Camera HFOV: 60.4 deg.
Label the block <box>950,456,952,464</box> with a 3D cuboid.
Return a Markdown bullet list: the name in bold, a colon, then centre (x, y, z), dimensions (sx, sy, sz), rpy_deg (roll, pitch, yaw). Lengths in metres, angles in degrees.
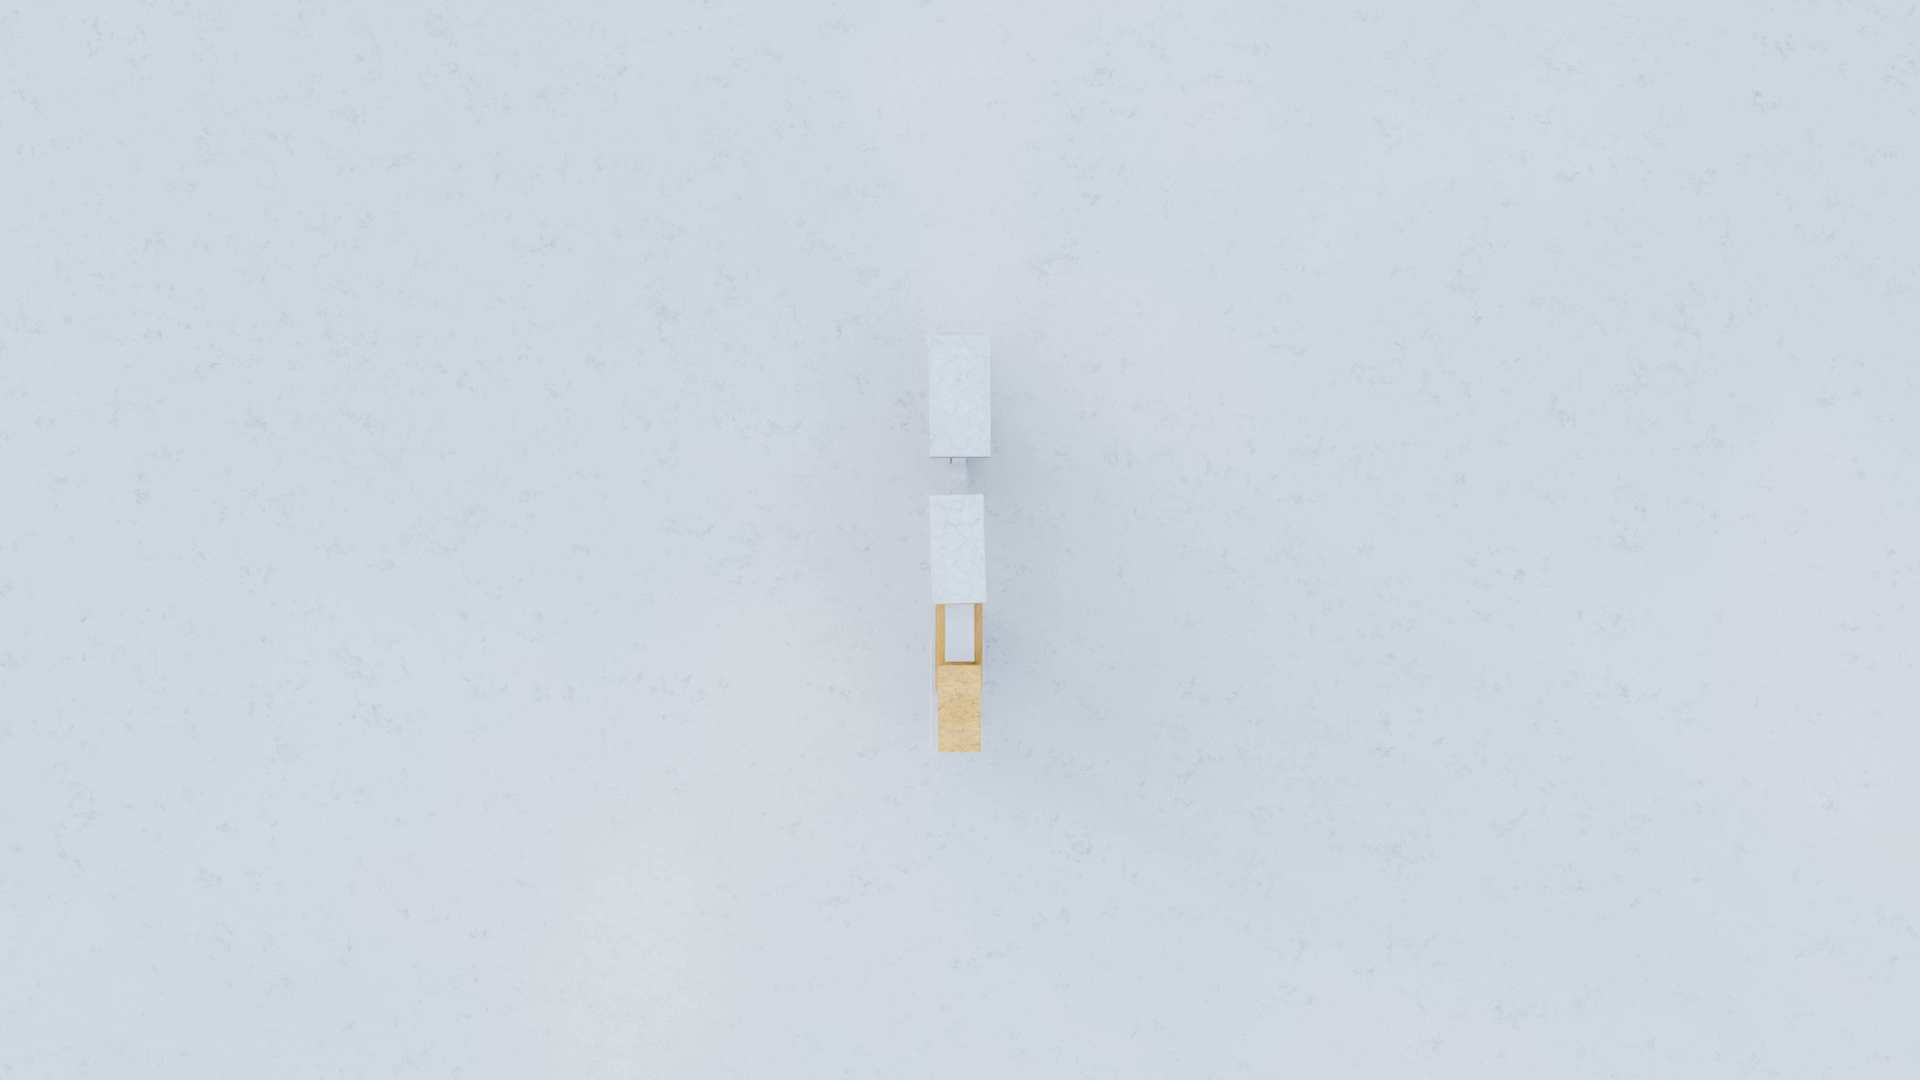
- **block**: centre (-0.005, -0.304, 5.382), dimensions (0.055, 0.016, 0.110), rpy_deg (0, 90, 0)

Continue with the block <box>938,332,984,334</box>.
- **block**: centre (0.004, -0.507, 5.194), dimensions (0.143, 0.041, 0.286), rpy_deg (0, 90, 0)

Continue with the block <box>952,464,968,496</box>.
- **block**: centre (-0.001, -0.182, 5.056), dimensions (0.051, 0.015, 0.103), rpy_deg (1, 90, 0)

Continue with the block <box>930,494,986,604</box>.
- **block**: centre (-0.006, 0.026, 4.605), dimensions (0.150, 0.043, 0.301), rpy_deg (-2, 90, 0)

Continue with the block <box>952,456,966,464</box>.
- **block**: centre (-0.002, -0.259, 5.274), dimensions (0.047, 0.013, 0.094), rpy_deg (0, 90, 0)

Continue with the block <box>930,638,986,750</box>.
- **block**: centre (-0.005, 0.478, 5.133), dimensions (0.171, 0.049, 0.343), rpy_deg (0, 90, 0)

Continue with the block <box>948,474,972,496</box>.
- **block**: centre (0.002, -0.131, 5.176), dimensions (0.075, 0.021, 0.149), rpy_deg (0, 90, 0)

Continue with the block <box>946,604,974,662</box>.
- **block**: centre (-0.001, 0.259, 4.623), dimensions (0.081, 0.023, 0.161), rpy_deg (0, 90, 0)

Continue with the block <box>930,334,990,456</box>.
- **block**: centre (0.000, -0.407, 4.663), dimensions (0.171, 0.048, 0.342), rpy_deg (0, 94, 0)

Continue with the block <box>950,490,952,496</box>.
- **block**: centre (-0.003, -0.147, 5.114), dimensions (0.051, 0.103, 0.015), rpy_deg (0, 89, 0)

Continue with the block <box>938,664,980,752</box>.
- **block**: centre (-0.002, 0.463, 4.542), dimensions (0.118, 0.034, 0.237), rpy_deg (0, 90, 0)

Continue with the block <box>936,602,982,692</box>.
- **block**: centre (-0.002, 0.305, 4.815), dimensions (0.137, 0.039, 0.275), rpy_deg (0, 90, 0)
